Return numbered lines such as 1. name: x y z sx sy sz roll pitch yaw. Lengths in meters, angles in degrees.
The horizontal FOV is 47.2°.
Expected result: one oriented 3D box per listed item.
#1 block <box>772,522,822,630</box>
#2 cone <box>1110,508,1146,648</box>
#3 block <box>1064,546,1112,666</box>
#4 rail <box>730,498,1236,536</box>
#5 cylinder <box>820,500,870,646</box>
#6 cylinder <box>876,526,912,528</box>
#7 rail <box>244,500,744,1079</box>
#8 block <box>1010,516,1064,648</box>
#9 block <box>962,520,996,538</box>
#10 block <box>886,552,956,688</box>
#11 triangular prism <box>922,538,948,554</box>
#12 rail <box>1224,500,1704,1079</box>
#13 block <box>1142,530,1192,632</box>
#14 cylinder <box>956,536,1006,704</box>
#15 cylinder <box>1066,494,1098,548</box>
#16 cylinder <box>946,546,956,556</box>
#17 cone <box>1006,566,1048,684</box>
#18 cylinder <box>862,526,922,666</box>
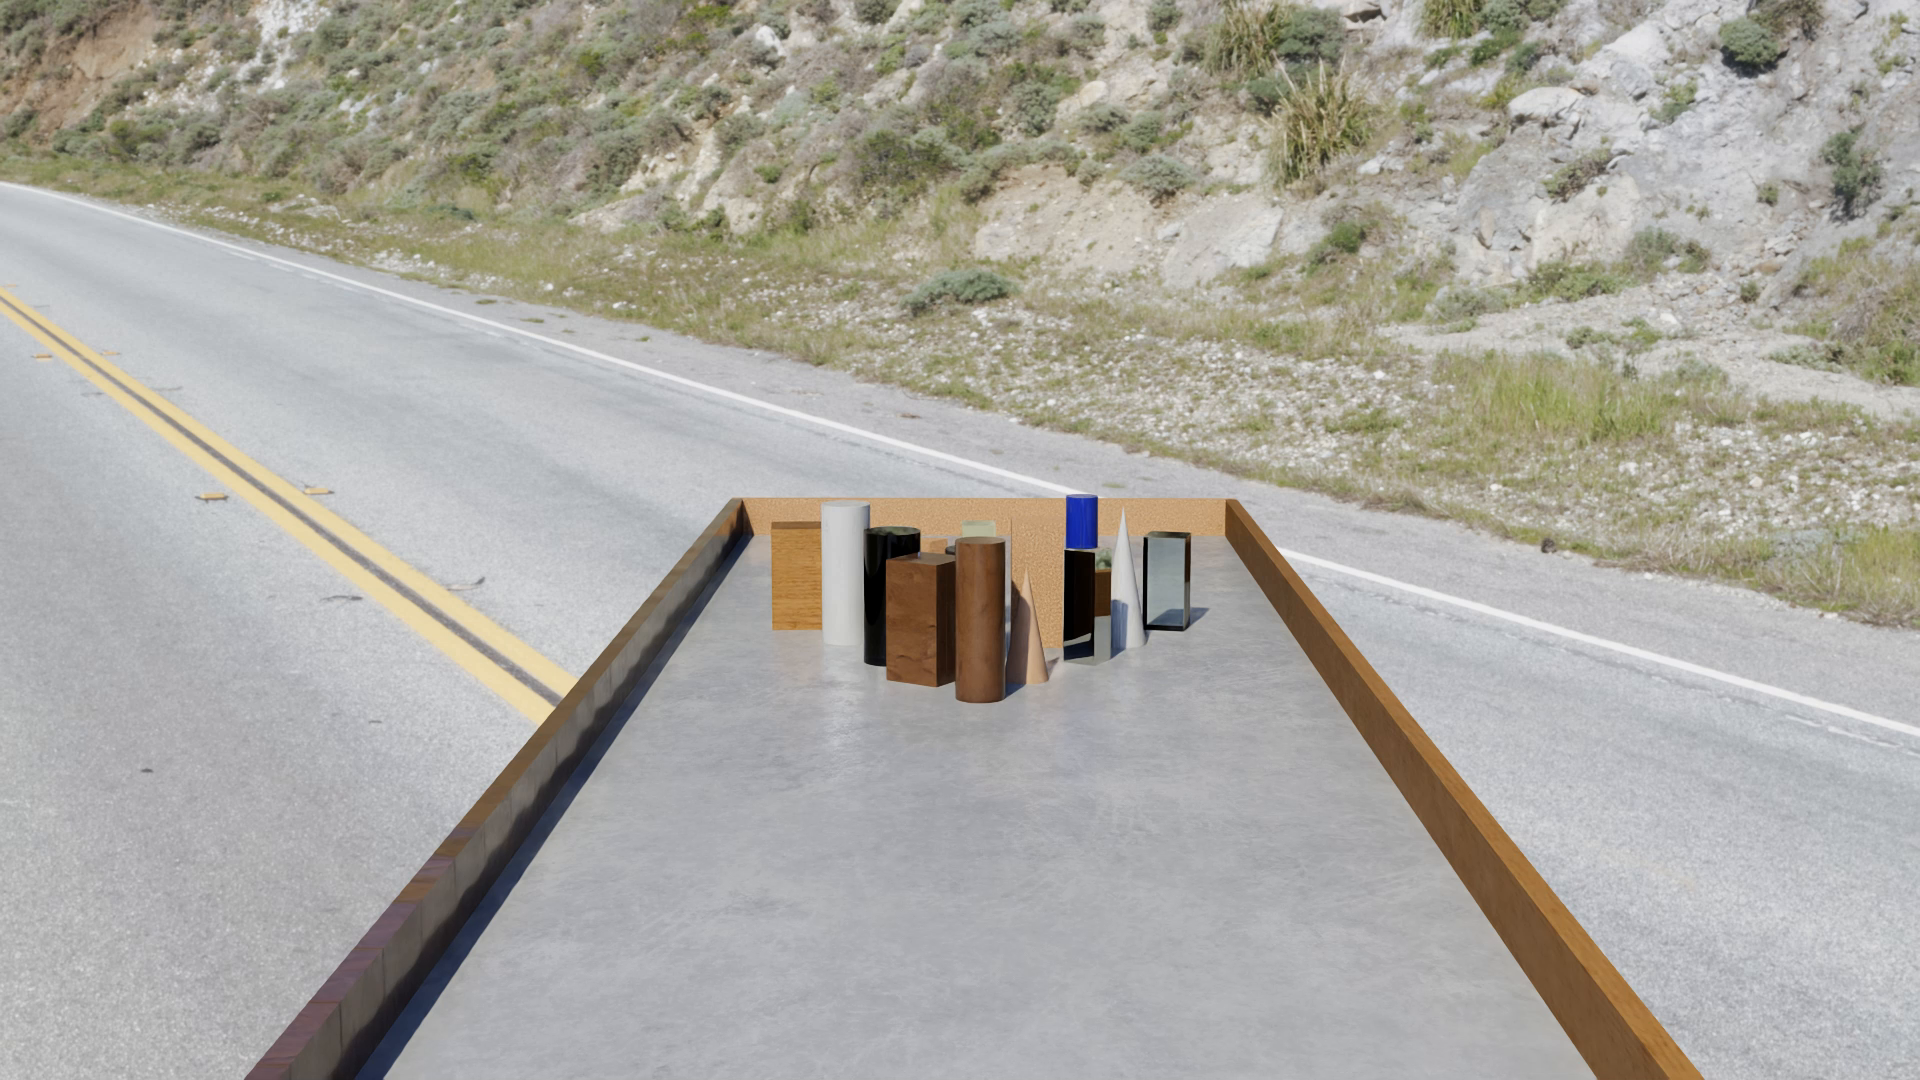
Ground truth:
1. block: -0.532 0.116 7.219 0.170 0.332 0.170 -1 9 -4
2. cone: 0.512 0.110 6.916 0.156 0.438 0.156 0 9 0
3. block: 0.386 0.197 6.661 0.105 0.346 0.105 5 11 31
4. rail: 0.099 -0.098 9.147 2.100 0.150 0.050 0 9 1
5. cylinder: -0.360 0.102 6.959 0.157 0.439 0.157 0 9 0
6. cylinder: -0.217 0.123 7.207 0.152 0.321 0.152 0 9 0
7. rail: -1.004 0.839 3.234 0.050 0.150 12.000 0 9 1
8. block: 0.242 0.131 6.925 0.160 0.394 0.160 0 9 0
9. block: 0.060 0.116 7.177 0.108 0.345 0.108 0 9 -1
10. block: -0.092 0.229 6.422 0.177 0.357 0.177 6 11 33
11. triangular prism: -0.102 0.157 6.978 0.082 0.325 0.095 7 11 36
12. rail: 1.046 0.843 3.208 0.050 0.150 12.000 0 9 1
13. block: 0.676 0.134 7.190 0.135 0.306 0.135 2 9 15
14. cylinder: 0.057 0.223 6.166 0.141 0.450 0.141 0 9 0
15. cylinder: 0.398 0.069 7.205 0.106 0.430 0.106 0 9 0
16. cylinder: 0.044 0.195 6.692 0.178 0.341 0.178 0 9 0
17. cone: 0.193 0.238 6.411 0.135 0.343 0.135 0 9 0
18. cylinder: -0.205 0.170 6.659 0.176 0.400 0.176 0 9 0
